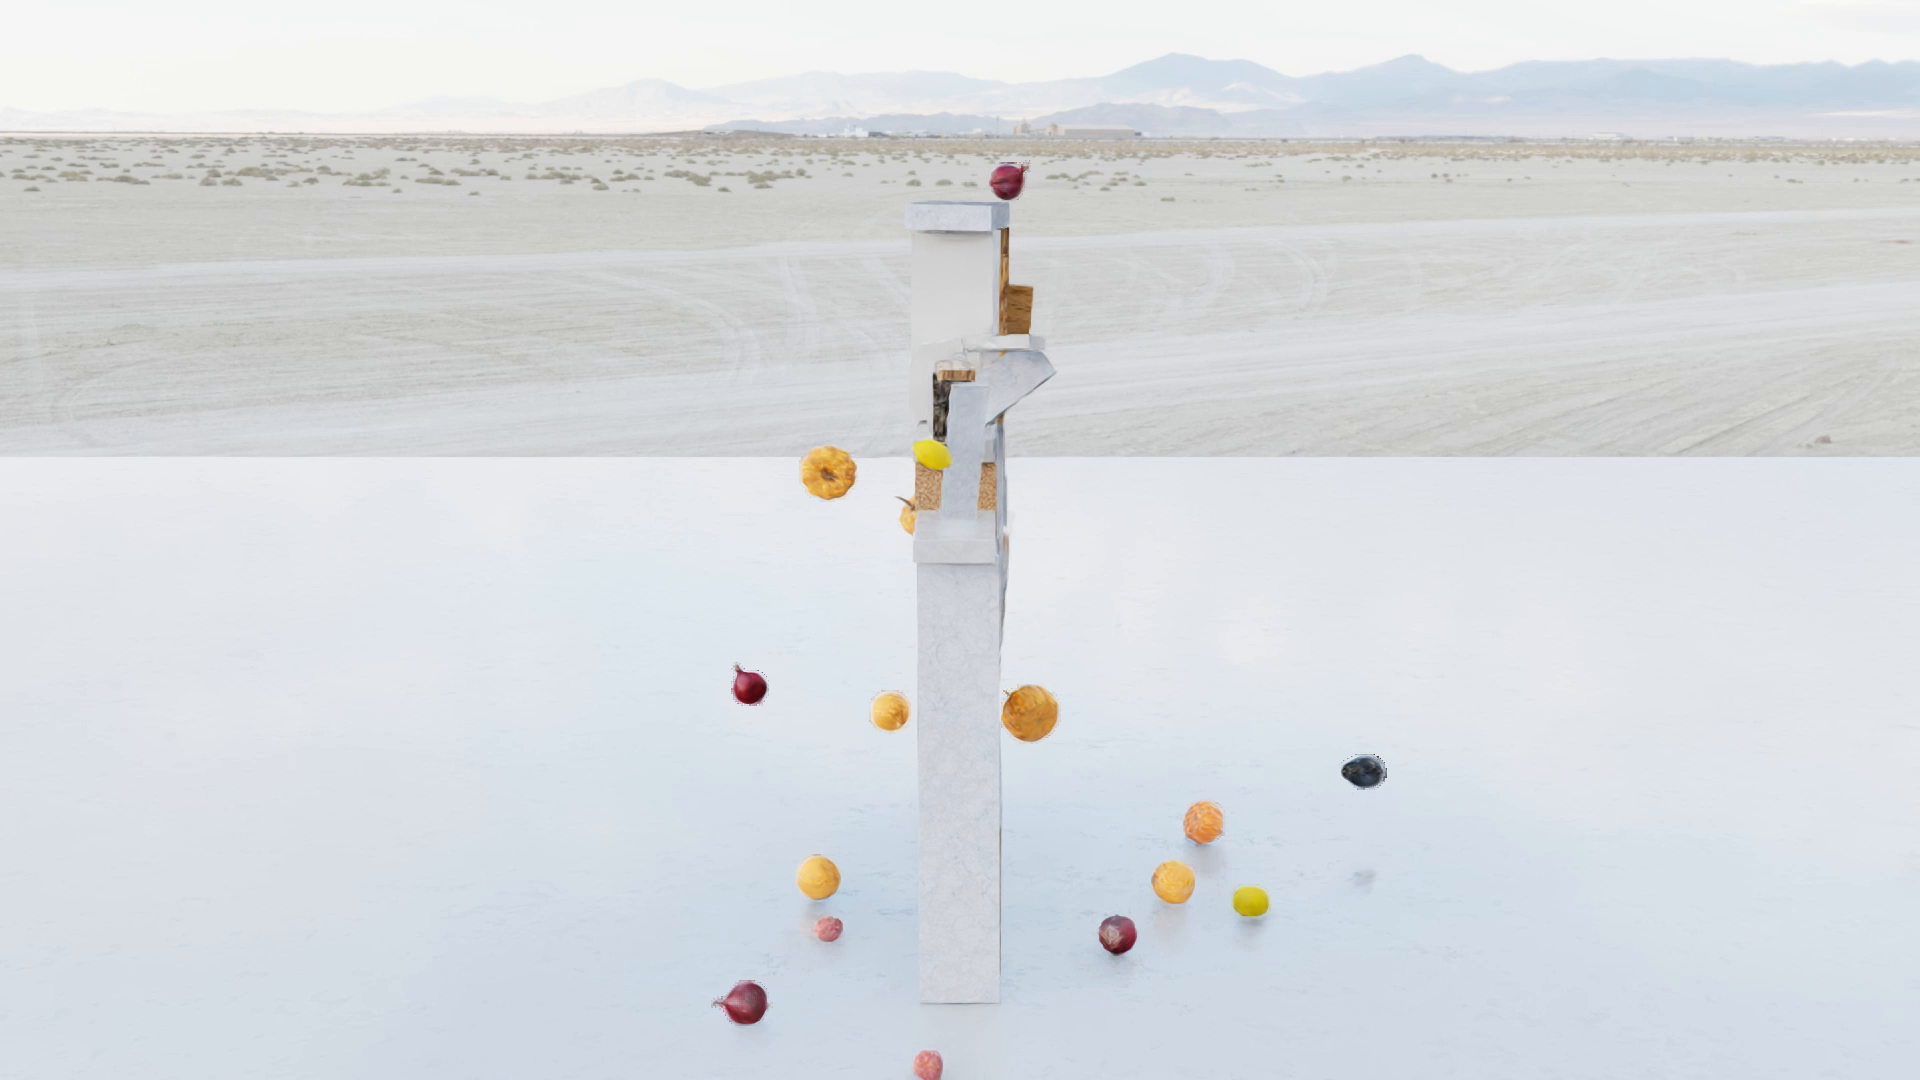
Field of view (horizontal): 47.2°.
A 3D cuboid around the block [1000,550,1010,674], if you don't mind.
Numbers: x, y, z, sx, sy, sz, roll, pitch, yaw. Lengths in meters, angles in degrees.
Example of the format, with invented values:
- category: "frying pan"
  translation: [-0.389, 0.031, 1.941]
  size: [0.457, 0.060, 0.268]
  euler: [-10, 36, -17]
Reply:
- category: "block"
  translation: [0.023, 0.124, 3.873]
  size: [0.114, 0.229, 0.032]
  euler: [5, 12, 6]

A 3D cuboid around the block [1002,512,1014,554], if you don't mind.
- category: "block"
  translation: [0.035, -0.019, 3.922]
  size: [0.114, 0.032, 0.229]
  euler: [5, 12, 3]

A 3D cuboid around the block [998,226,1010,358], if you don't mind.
- category: "block"
  translation: [0.011, -0.383, 3.629]
  size: [0.135, 0.269, 0.038]
  euler: [1, 11, 1]

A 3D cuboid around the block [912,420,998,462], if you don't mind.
- category: "block"
  translation: [-0.006, -0.154, 3.394]
  size: [0.122, 0.035, 0.244]
  euler: [0, 10, 2]

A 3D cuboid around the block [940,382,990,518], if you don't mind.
- category: "block"
  translation: [0.005, -0.130, 3.194]
  size: [0.053, 0.217, 0.015]
  euler: [0, 30, -10]

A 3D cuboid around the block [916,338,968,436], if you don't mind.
- category: "block"
  translation: [-0.020, -0.229, 3.299]
  size: [0.069, 0.139, 0.020]
  euler: [-6, 8, 15]

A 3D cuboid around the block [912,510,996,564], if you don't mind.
- category: "block"
  translation: [-0.007, -0.006, 3.202]
  size: [0.117, 0.033, 0.233]
  euler: [0, 11, 1]

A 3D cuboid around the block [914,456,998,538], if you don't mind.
- category: "block"
  translation: [-0.003, 0.047, 3.349]
  size: [0.122, 0.343, 0.035]
  euler: [-1, 10, 0]

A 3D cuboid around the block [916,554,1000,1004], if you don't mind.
- category: "block"
  translation: [-0.002, 0.347, 3.185]
  size: [0.117, 0.653, 0.033]
  euler: [0, 6, -2]

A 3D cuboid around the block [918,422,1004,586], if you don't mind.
- category: "block"
  translation: [0.000, -0.061, 3.591]
  size: [0.135, 0.271, 0.038]
  euler: [-1, 8, -8]

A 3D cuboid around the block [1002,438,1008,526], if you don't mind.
- category: "block"
  translation: [0.033, -0.237, 3.822]
  size: [0.085, 0.432, 0.024]
  euler: [-4, 5, -23]

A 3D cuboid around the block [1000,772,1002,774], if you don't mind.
- category: "block"
  translation: [0.003, 0.484, 3.543]
  size: [0.127, 0.255, 0.036]
  euler: [0, 10, 0]

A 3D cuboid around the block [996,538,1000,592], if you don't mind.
- category: "block"
  translation: [0.001, 0.113, 3.289]
  size: [0.117, 0.233, 0.033]
  euler: [0, 5, 0]

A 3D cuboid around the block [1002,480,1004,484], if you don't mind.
- category: "block"
  translation: [0.004, 0.010, 3.788]
  size: [0.135, 0.485, 0.038]
  euler: [1, 10, 1]

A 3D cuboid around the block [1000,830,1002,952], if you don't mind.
- category: "block"
  translation: [0.003, 0.538, 3.304]
  size: [0.118, 0.236, 0.033]
  euler: [0, 10, 0]

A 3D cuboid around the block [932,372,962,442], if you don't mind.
- category: "block"
  translation: [-0.012, -0.195, 3.242]
  size: [0.053, 0.106, 0.015]
  euler: [4, 24, 10]

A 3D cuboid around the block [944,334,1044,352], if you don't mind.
- category: "block"
  translation: [0.053, -0.301, 3.368]
  size: [0.139, 0.020, 0.069]
  euler: [1, 1, 21]

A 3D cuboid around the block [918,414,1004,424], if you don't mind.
- category: "block"
  translation: [0.006, -0.231, 3.657]
  size: [0.135, 0.038, 0.271]
  euler: [1, 11, 2]

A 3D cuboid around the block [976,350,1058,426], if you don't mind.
- category: "block"
  translation: [0.075, -0.248, 3.423]
  size: [0.139, 0.069, 0.020]
  euler: [-37, -8, 1]

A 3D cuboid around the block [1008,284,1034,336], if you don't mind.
- category: "block"
  translation: [0.072, -0.342, 3.684]
  size: [0.085, 0.170, 0.024]
  euler: [1, 15, -16]

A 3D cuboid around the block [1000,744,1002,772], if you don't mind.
- category: "block"
  translation: [0.002, 0.325, 3.600]
  size: [0.127, 0.036, 0.255]
  euler: [0, 11, 0]

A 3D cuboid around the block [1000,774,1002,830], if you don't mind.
- category: "block"
  translation: [0.004, 0.391, 3.358]
  size: [0.118, 0.033, 0.236]
  euler: [0, 11, 0]

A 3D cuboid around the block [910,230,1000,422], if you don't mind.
- category: "block"
  translation: [-0.008, -0.337, 3.469]
  size: [0.135, 0.300, 0.038]
  euler: [3, 7, 17]

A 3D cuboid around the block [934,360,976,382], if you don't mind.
- category: "block"
  translation: [-0.007, -0.245, 3.185]
  size: [0.053, 0.015, 0.106]
  euler: [1, 12, -4]

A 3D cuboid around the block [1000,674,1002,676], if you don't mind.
- category: "block"
  translation: [0.018, 0.243, 4.060]
  size: [0.114, 0.534, 0.032]
  euler: [3, 13, -1]

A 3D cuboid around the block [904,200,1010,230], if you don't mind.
- category: "block"
  translation: [-0.002, -0.519, 3.513]
  size: [0.135, 0.038, 0.269]
  euler: [2, 10, 7]
